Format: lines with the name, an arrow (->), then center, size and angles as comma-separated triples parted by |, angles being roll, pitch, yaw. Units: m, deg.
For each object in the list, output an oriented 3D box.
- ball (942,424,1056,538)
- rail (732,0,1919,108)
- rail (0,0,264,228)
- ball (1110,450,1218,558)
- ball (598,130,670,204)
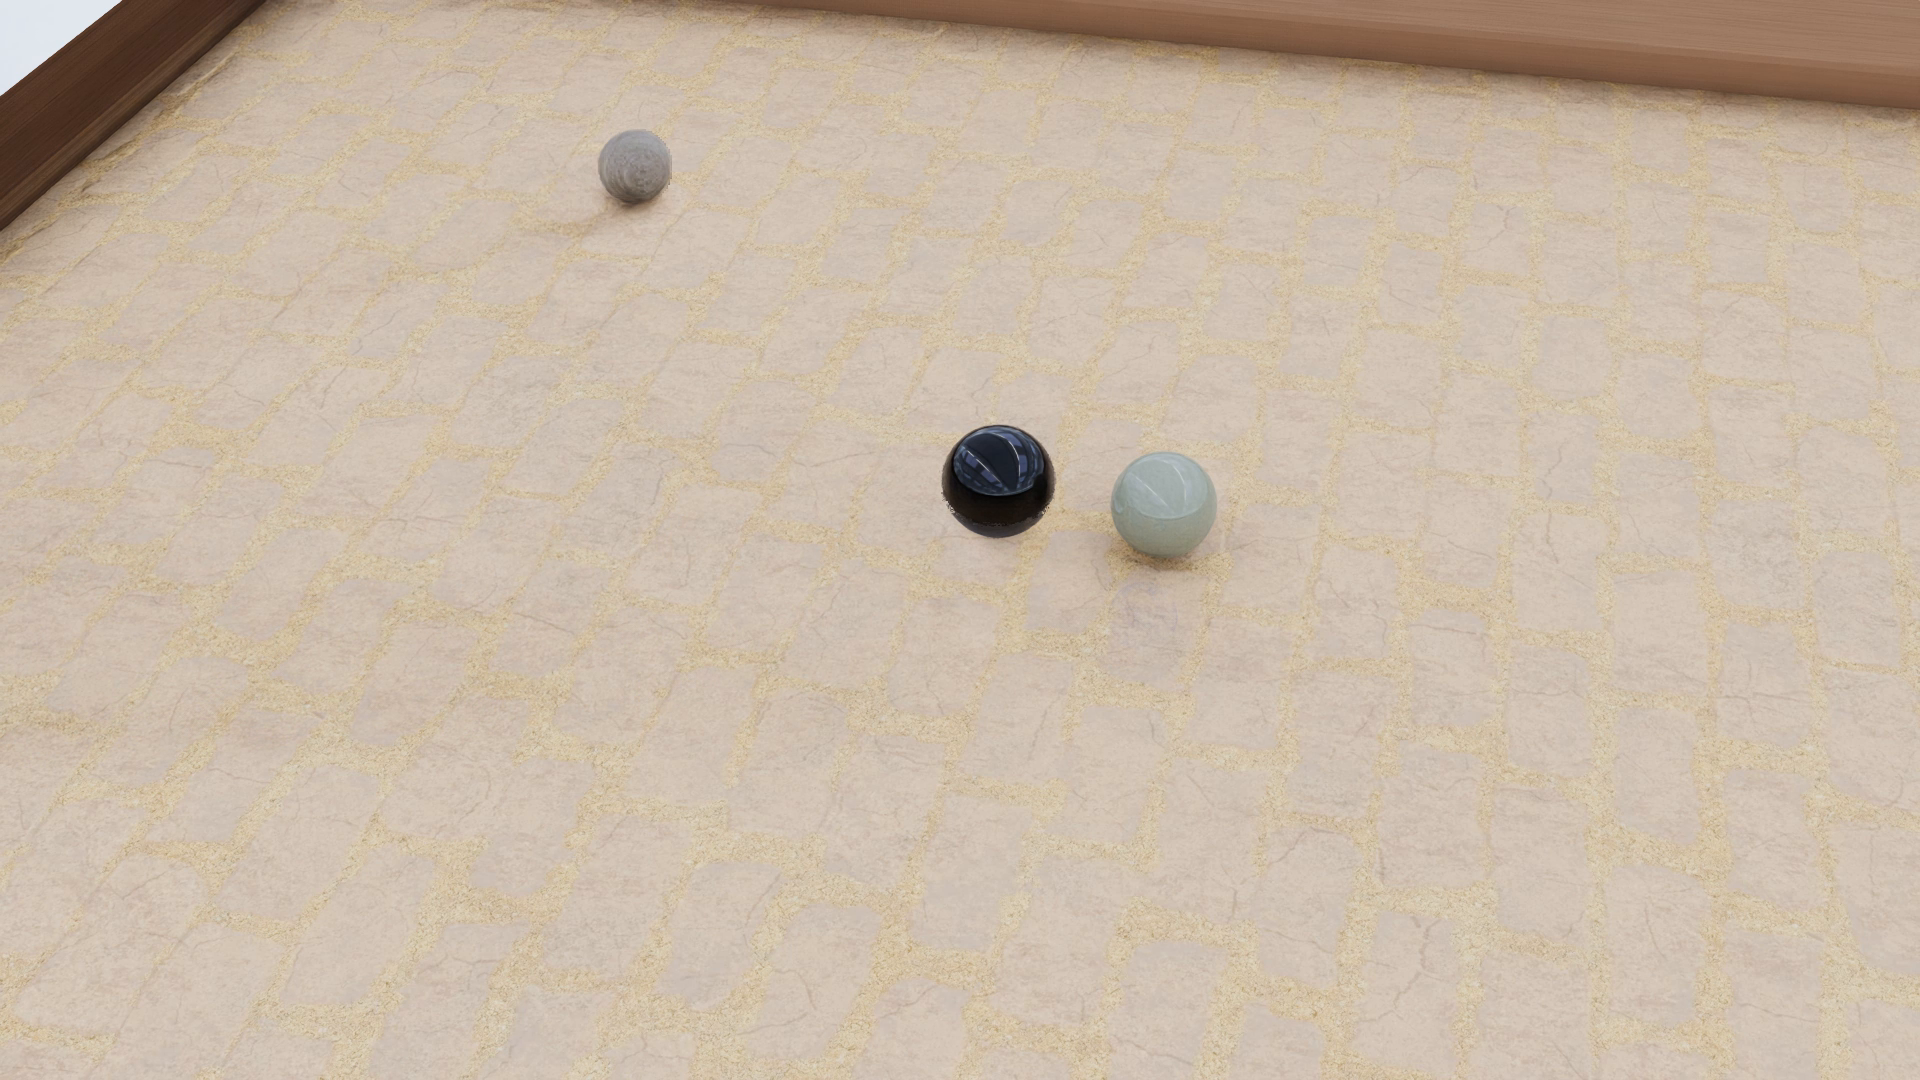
ball -> 0.029, -0.045, 1.942 | 0.086, 0.086, 0.086 | 0, 34, 0
rail -> 1.186, -0.441, 2.495 | 3.961, 0.113, 0.045 | 7, 35, 11
rail -> -0.942, -0.139, 2.055 | 0.045, 0.113, 2.033 | 7, 35, 11
ball -> 0.153, -0.027, 1.921 | 0.080, 0.080, 0.080 | 0, 34, 0
ball -> -0.305, -0.350, 2.405 | 0.068, 0.068, 0.068 | 0, 34, 0
